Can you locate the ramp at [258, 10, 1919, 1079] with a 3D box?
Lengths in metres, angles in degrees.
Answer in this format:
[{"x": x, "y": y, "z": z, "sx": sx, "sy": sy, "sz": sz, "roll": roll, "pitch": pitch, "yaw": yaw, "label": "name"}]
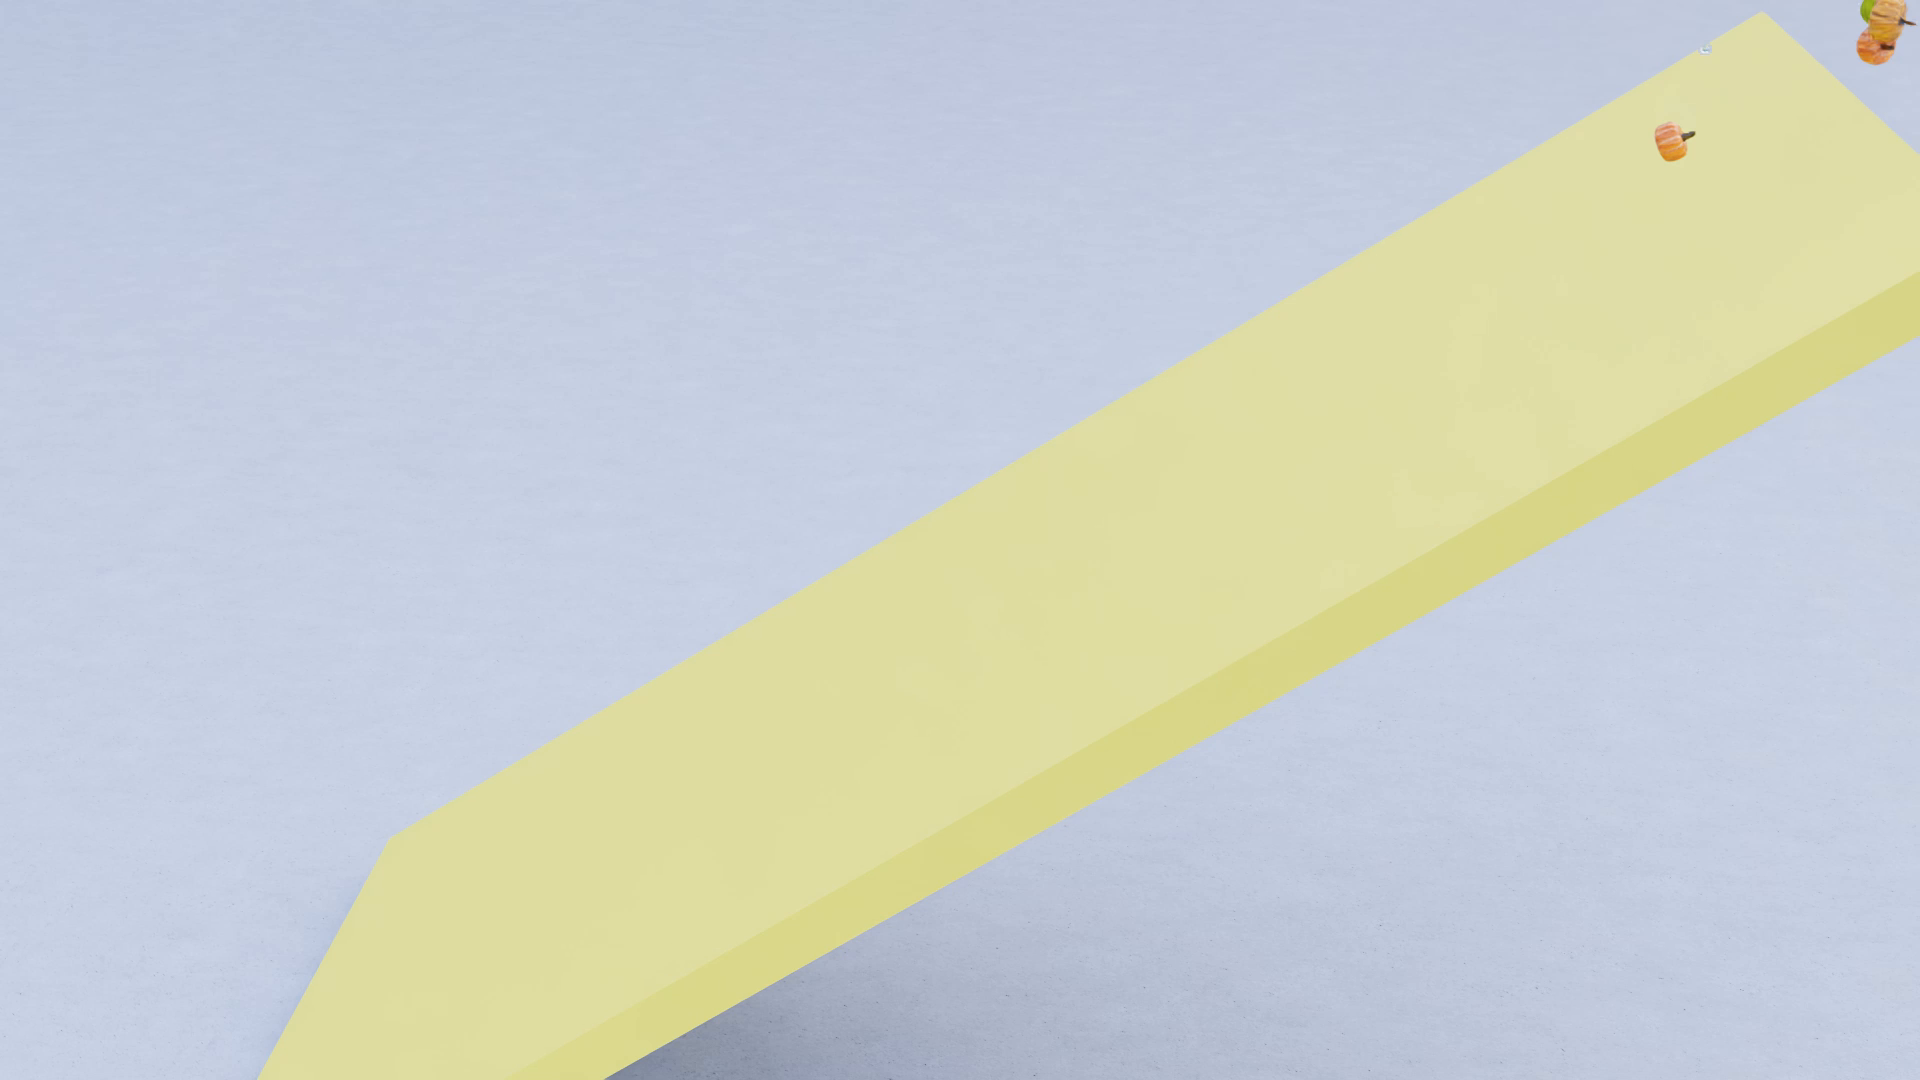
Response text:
[{"x": 0.139, "y": 0.171, "z": 6.296, "sx": 4.000, "sy": 0.100, "sz": 2.000, "roll": -31, "pitch": 15, "yaw": 14, "label": "ramp"}]
